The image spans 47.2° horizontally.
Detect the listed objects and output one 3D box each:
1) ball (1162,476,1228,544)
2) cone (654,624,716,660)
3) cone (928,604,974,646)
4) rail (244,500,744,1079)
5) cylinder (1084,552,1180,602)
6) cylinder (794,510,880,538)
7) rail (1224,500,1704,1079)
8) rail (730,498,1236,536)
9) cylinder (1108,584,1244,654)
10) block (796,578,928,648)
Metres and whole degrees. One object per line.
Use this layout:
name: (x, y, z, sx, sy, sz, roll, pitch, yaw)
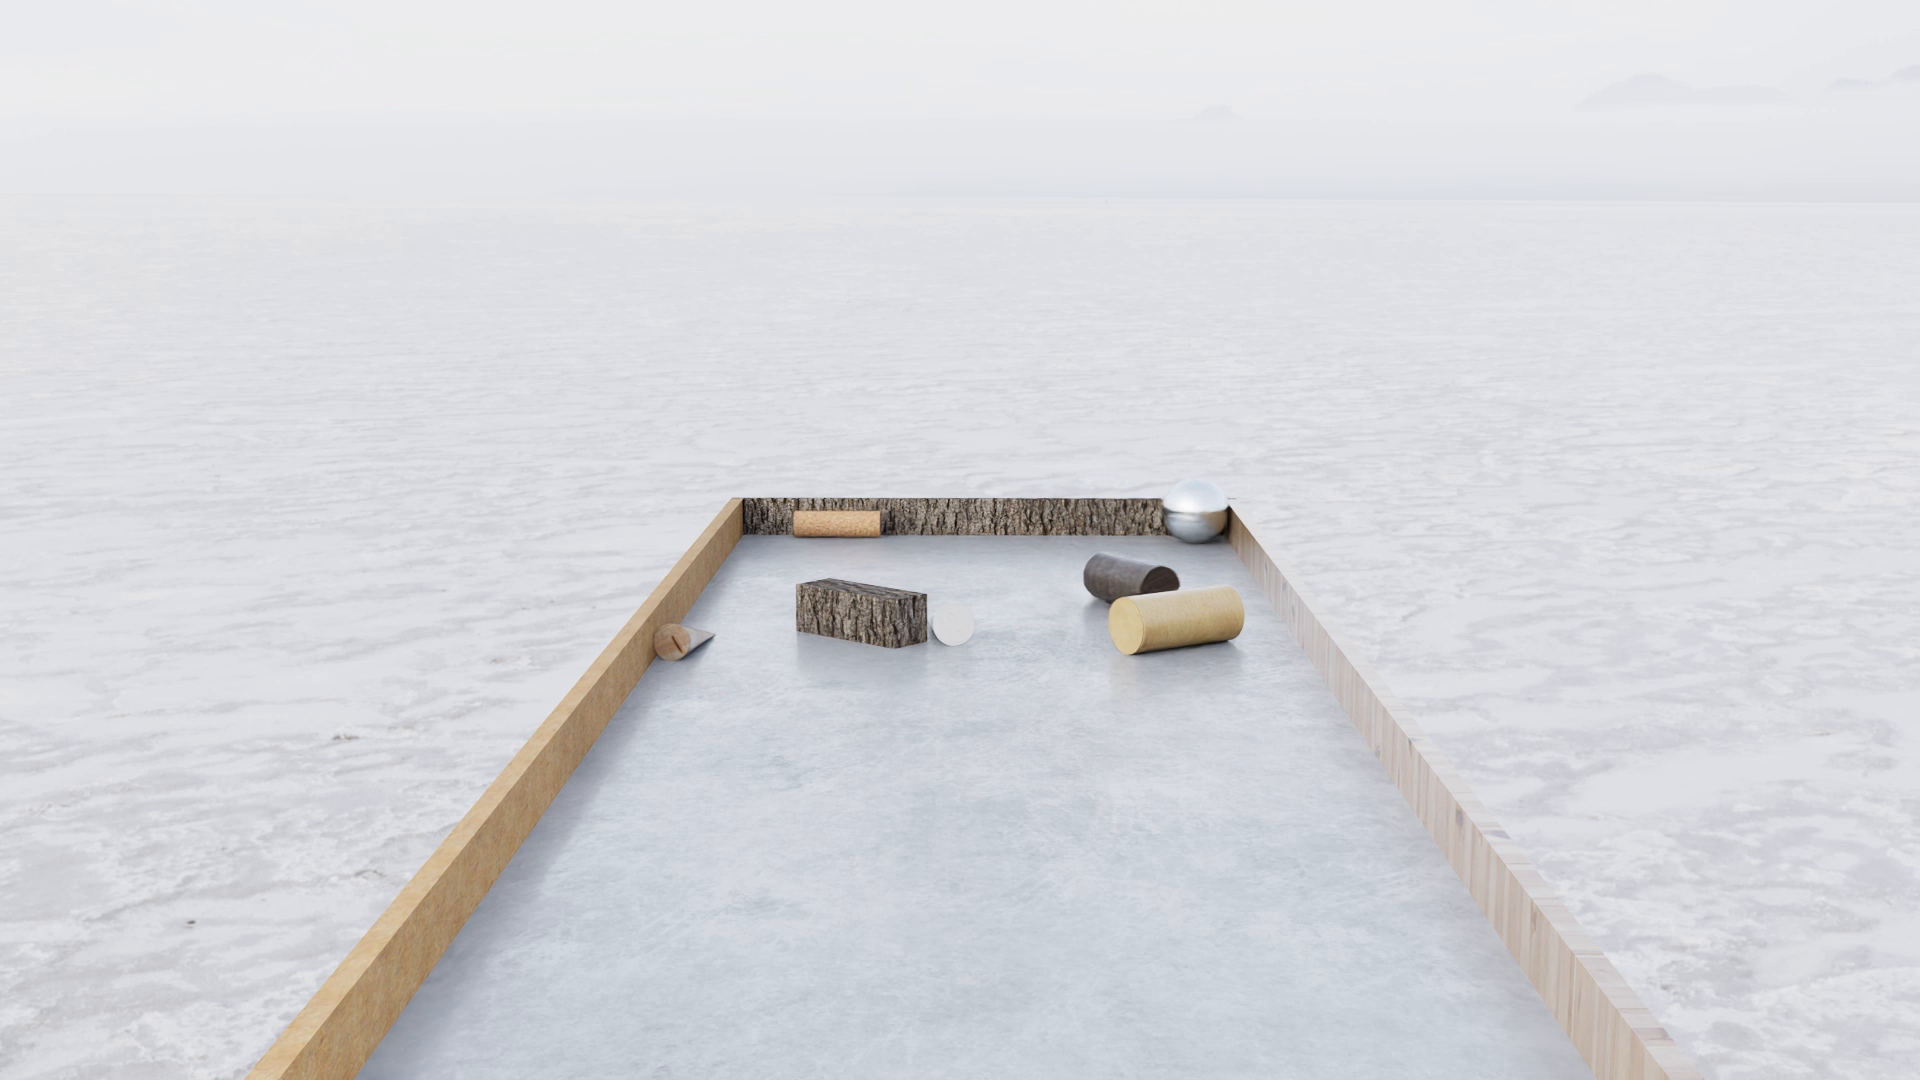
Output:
ball: (0.953, -0.121, 8.909, 0.270, 0.270, 0.270, 0, 9, 0)
cone: (-0.831, 0.307, 6.891, 0.115, 0.115, 0.422, 2, 1, 12)
cone: (-0.065, 0.265, 7.122, 0.134, 0.134, 0.435, -2, 0, -12)
rail: (-1.004, 0.839, 3.234, 0.050, 0.150, 12.000, 0, 9, 1)
cylinder: (0.588, 0.146, 7.567, 0.163, 0.163, 0.354, -5, 10, -29)
cylinder: (-0.506, -0.066, 9.080, 0.352, 0.108, 0.108, 0, 9, 1)
rail: (1.046, 0.843, 3.208, 0.050, 0.150, 12.000, 0, 9, 1)
rail: (0.099, -0.098, 9.147, 2.100, 0.150, 0.050, 0, 9, 1)
cylinder: (0.678, 0.247, 6.884, 0.402, 0.178, 0.178, -6, 11, -32)
block: (-0.318, 0.233, 7.050, 0.435, 0.154, 0.154, 8, 12, 41)
